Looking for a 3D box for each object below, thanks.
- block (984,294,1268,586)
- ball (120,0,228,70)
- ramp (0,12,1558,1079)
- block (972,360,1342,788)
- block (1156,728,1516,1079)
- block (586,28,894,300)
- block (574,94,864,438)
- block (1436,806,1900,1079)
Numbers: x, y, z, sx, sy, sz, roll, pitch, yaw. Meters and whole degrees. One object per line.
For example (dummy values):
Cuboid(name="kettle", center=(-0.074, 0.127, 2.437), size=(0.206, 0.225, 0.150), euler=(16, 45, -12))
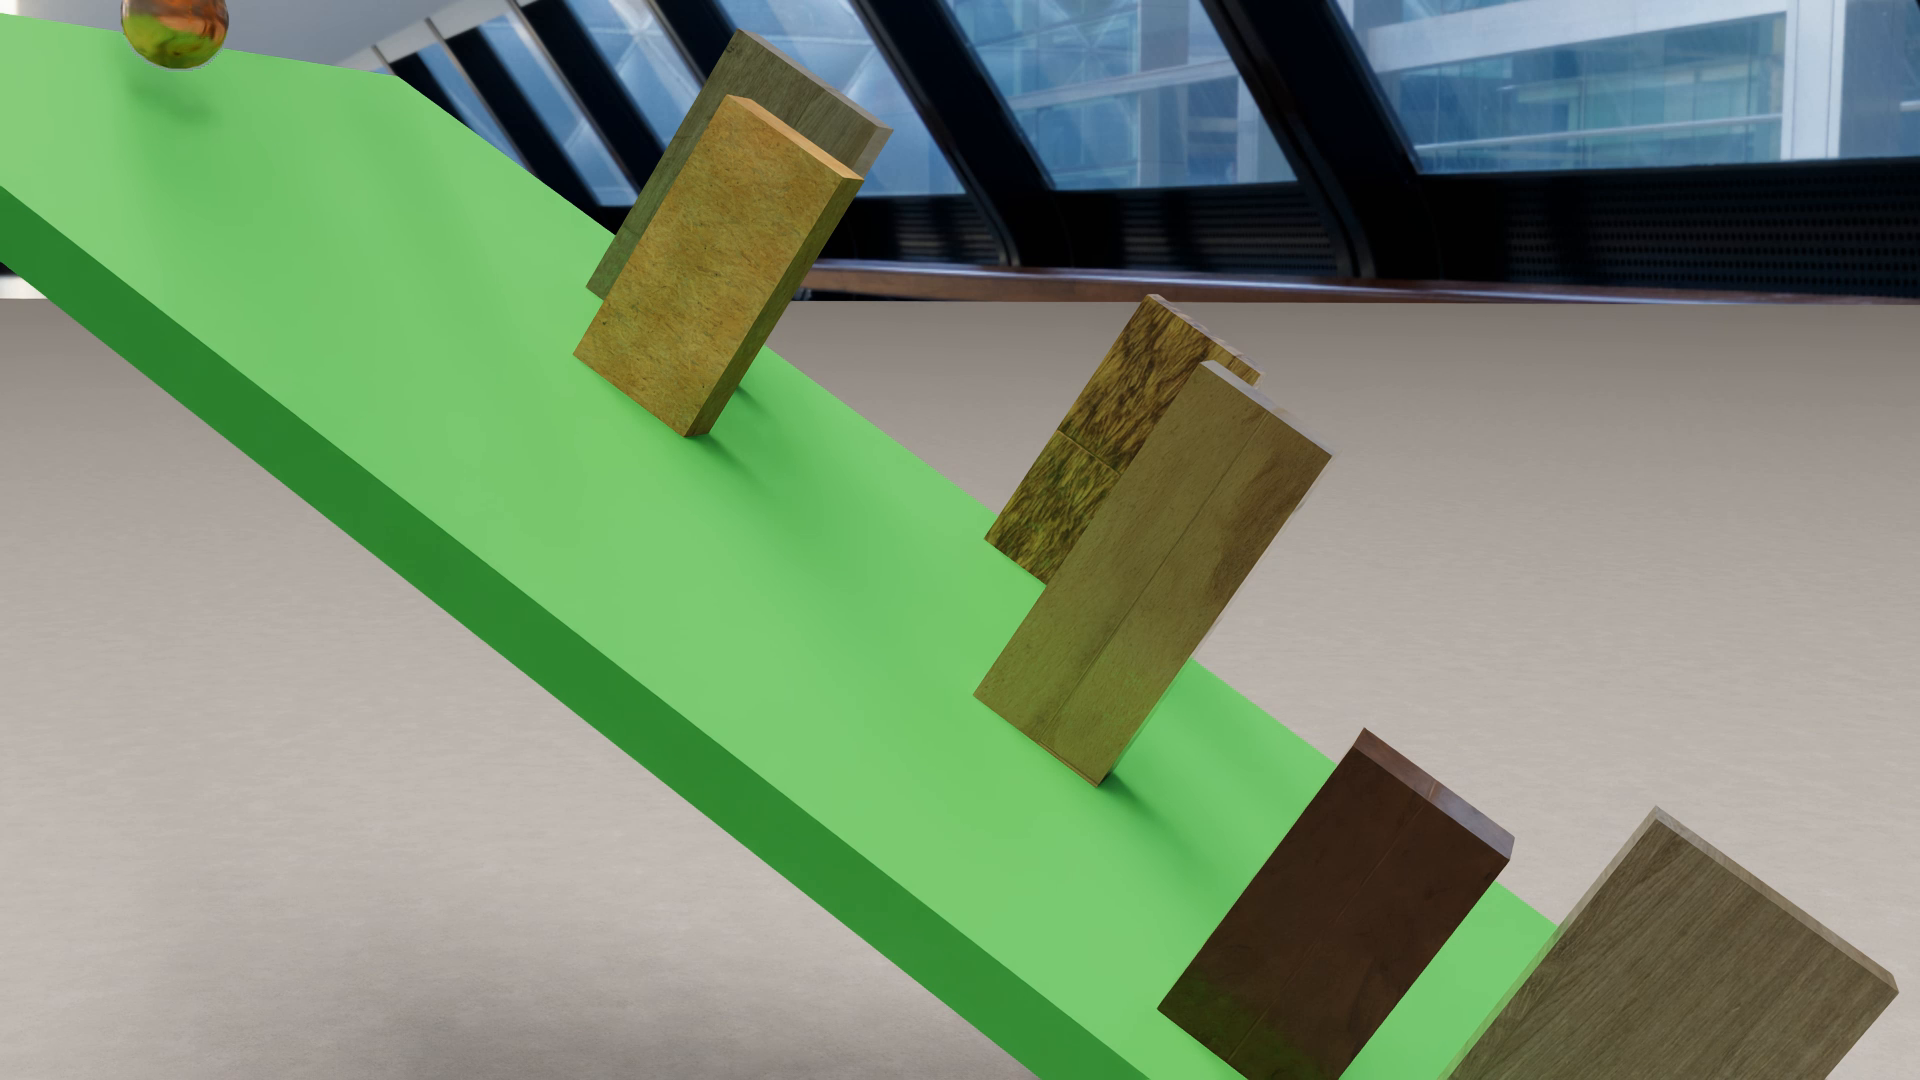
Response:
Cuboid(name="block", center=(0.356, -0.181, 4.761), size=(0.295, 0.643, 0.109), euler=(36, 15, 10))
Cuboid(name="ball", center=(-1.481, -0.986, 4.149), size=(0.192, 0.192, 0.192), euler=(0, 7, 0))
Cuboid(name="ramp", center=(-0.110, 0.190, 4.091), size=(4.000, 0.100, 2.000), euler=(36, 15, 10))
Cuboid(name="block", center=(0.341, 0.060, 3.851), size=(0.274, 0.717, 0.131), euler=(36, 15, 10))
Cuboid(name="block", center=(0.540, 0.554, 3.174), size=(0.263, 0.492, 0.133), euler=(36, 15, 10))
Cuboid(name="block", center=(-0.472, -0.701, 4.661), size=(0.371, 0.645, 0.103), euler=(36, 15, 10))
Cuboid(name="block", center=(-0.467, -0.523, 4.230), size=(0.280, 0.591, 0.121), euler=(36, 15, 10))
Cuboid(name="block", center=(1.006, 0.762, 3.243), size=(0.403, 0.620, 0.085), euler=(36, 15, 10))
